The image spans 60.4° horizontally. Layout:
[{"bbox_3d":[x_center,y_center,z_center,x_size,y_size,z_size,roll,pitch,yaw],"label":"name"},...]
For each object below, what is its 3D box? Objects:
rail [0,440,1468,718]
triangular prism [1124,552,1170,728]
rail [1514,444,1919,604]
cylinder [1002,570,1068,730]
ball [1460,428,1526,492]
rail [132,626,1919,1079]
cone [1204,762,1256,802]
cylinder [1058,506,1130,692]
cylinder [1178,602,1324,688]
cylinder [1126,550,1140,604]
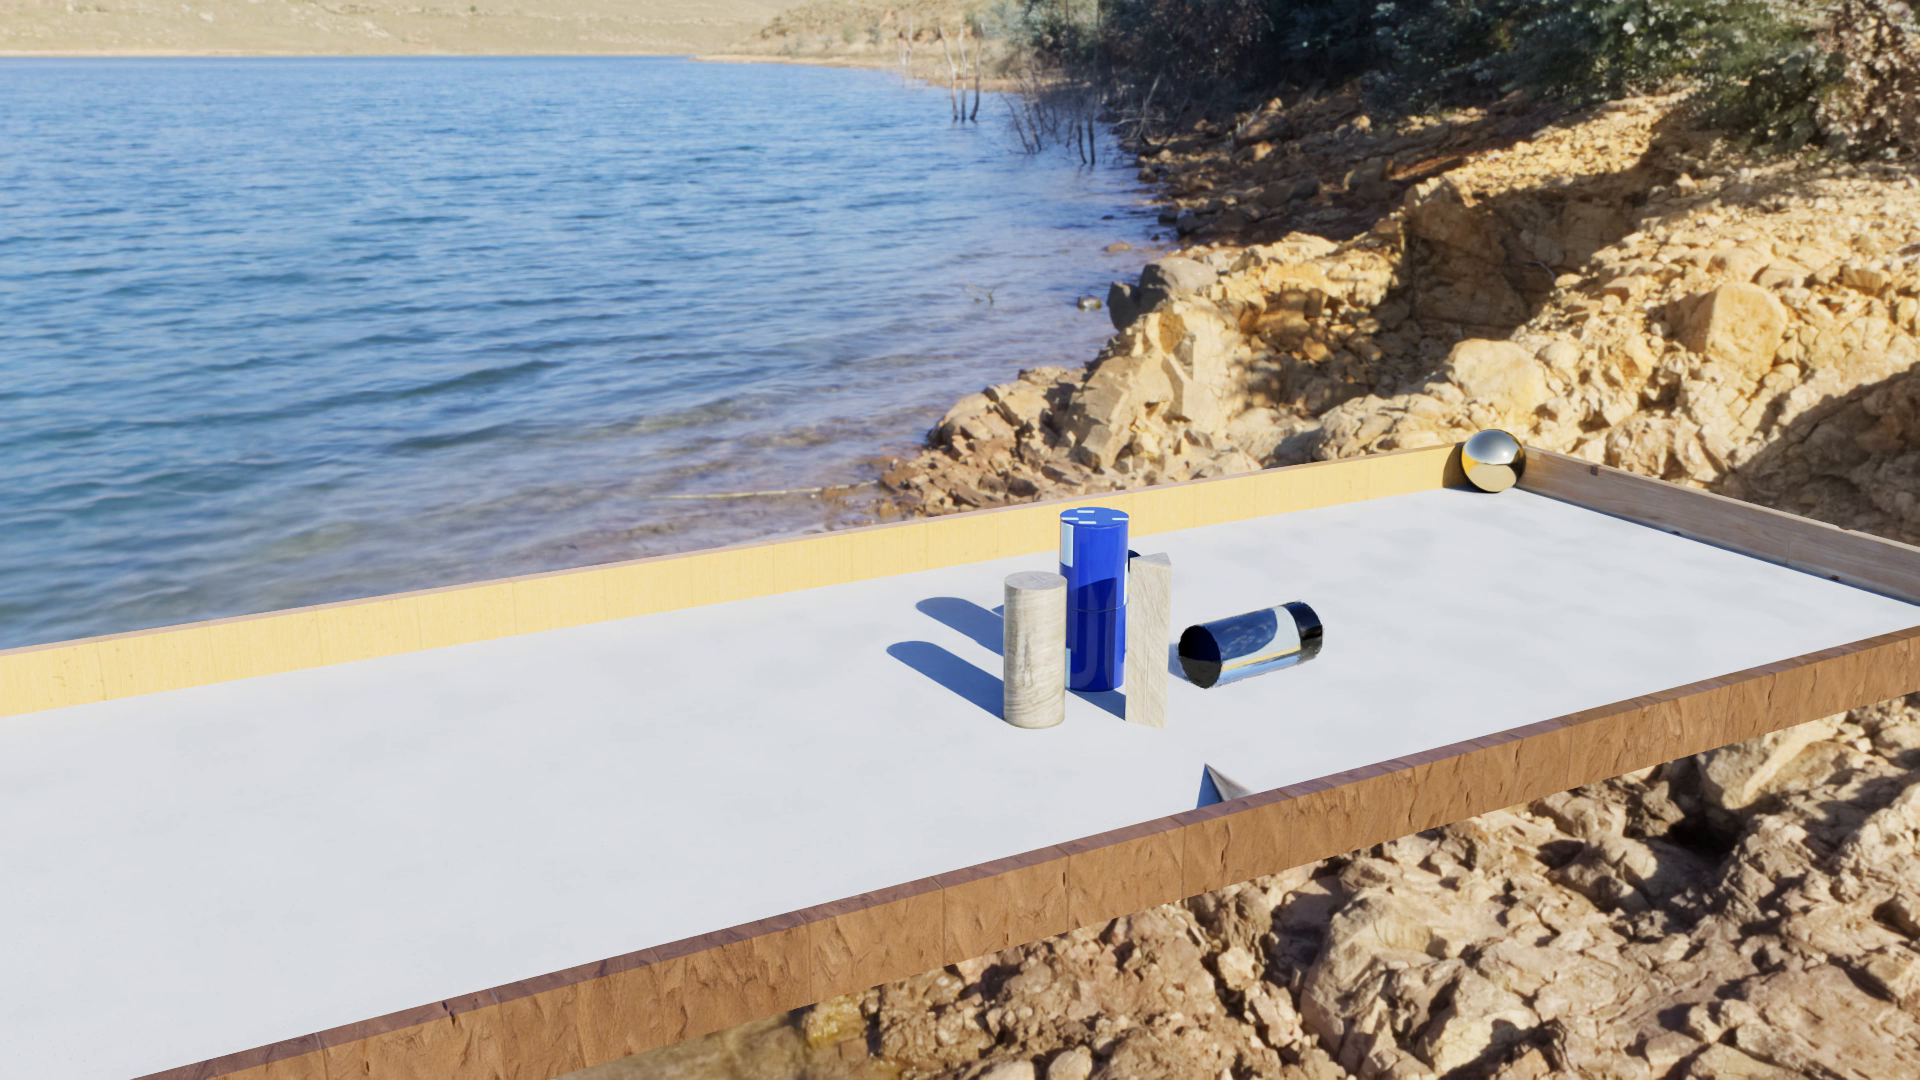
[{"bbox_3d":[-3.305,0.497,3.399,12.000,0.150,0.050,-9,18,-27],"label":"rail"},{"bbox_3d":[0.456,0.231,3.856,0.101,0.401,0.088,9,19,29],"label":"triangular prism"},{"bbox_3d":[2.466,-0.048,5.253,0.050,0.150,2.100,-9,18,-27],"label":"rail"},{"bbox_3d":[0.175,0.258,3.872,0.147,0.342,0.147,0,16,0],"label":"cylinder"},{"bbox_3d":[1.912,-0.285,5.922,0.228,0.228,0.228,0,16,0],"label":"ball"},{"bbox_3d":[-2.336,1.006,1.665,12.000,0.150,0.050,-9,18,-27],"label":"rail"},{"bbox_3d":[0.569,0.531,3.450,0.109,0.109,0.449,-2,10,-6],"label":"cone"},{"bbox_3d":[0.329,0.147,4.095,0.169,0.429,0.169,0,16,0],"label":"cylinder"},{"bbox_3d":[0.739,0.263,4.179,0.345,0.159,0.159,-11,19,-32],"label":"cylinder"},{"bbox_3d":[0.363,0.141,4.608,0.150,0.150,0.391,13,21,37],"label":"cylinder"}]
